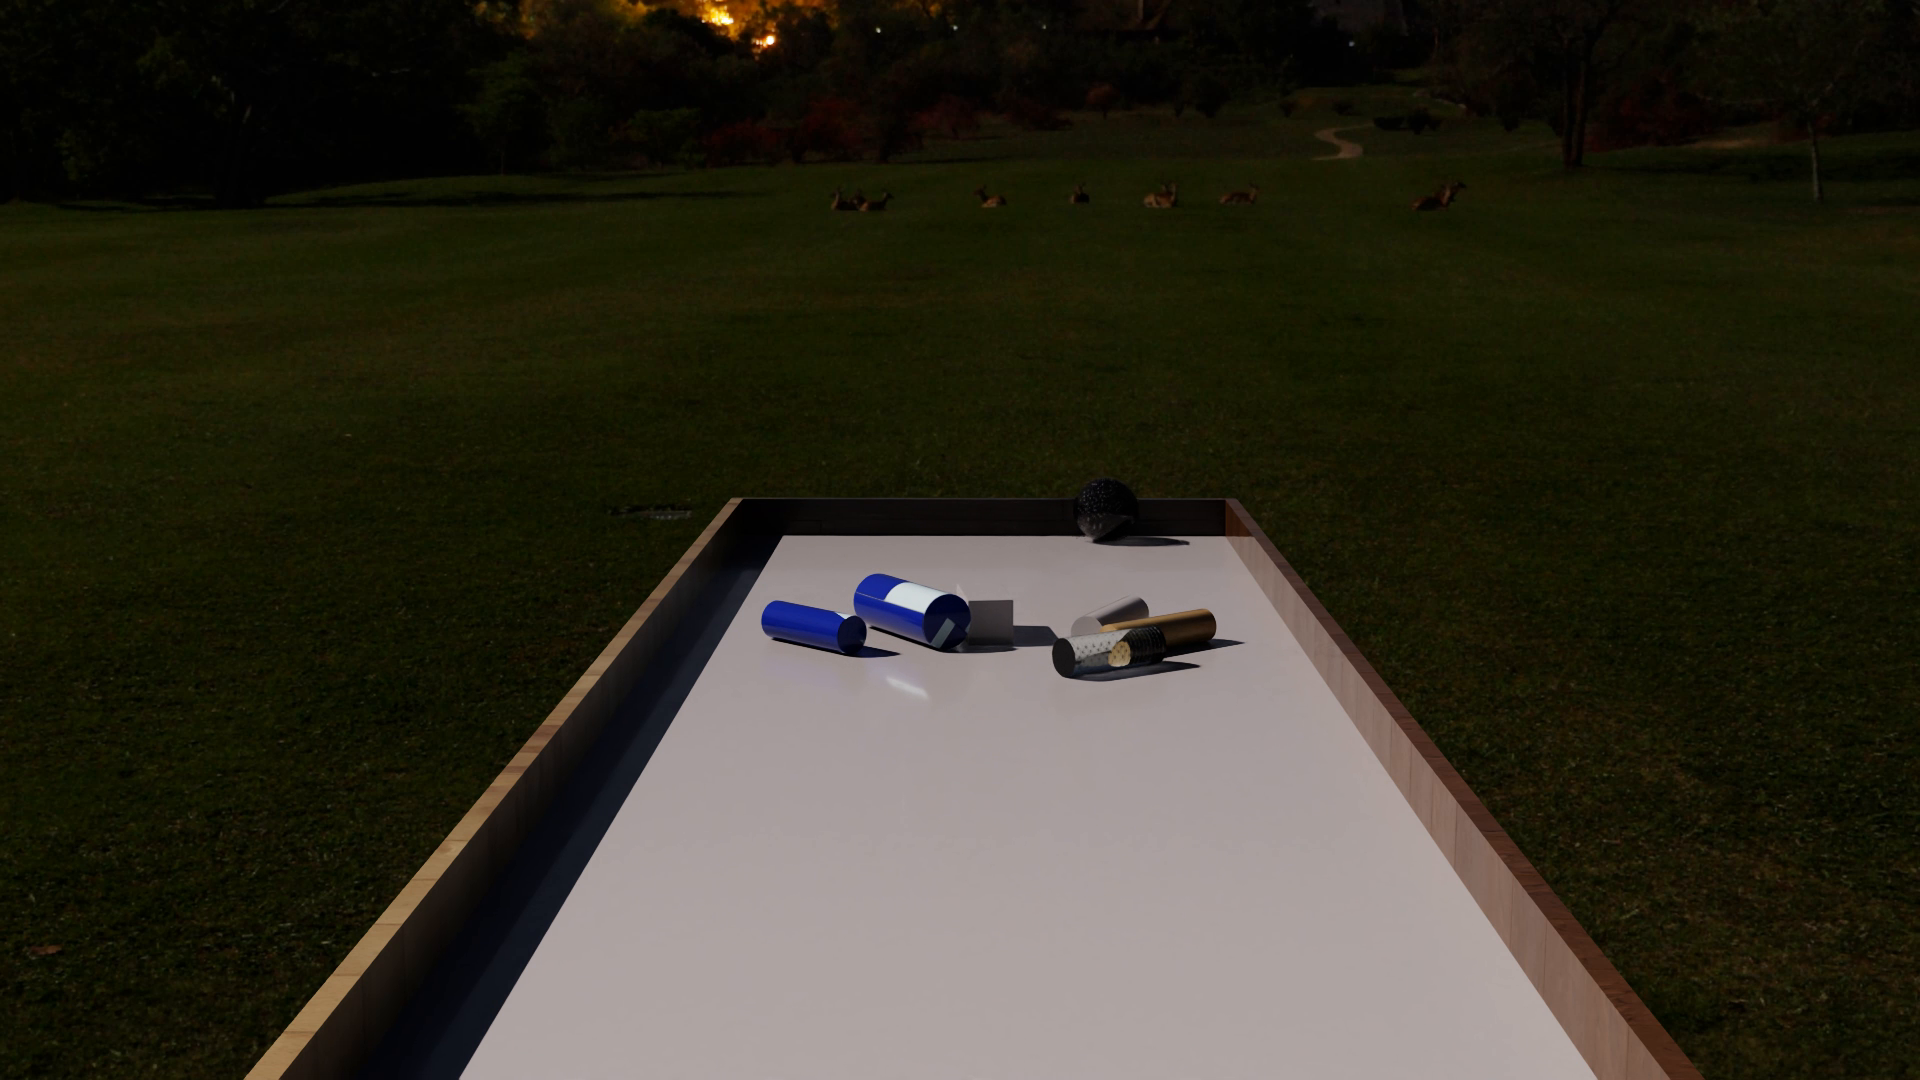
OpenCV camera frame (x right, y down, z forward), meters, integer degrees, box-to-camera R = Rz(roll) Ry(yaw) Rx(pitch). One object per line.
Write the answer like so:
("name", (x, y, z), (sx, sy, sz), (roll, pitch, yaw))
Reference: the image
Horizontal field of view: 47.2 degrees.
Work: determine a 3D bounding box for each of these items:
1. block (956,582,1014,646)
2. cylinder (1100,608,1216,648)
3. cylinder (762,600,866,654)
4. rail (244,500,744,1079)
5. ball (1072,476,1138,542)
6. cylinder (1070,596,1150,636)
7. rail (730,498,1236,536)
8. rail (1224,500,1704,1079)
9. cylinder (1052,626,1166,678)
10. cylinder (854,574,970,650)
("block", (0.079, 0.235, 7.069), (0.143, 0.143, 0.318), (-1, 9, -7))
("cylinder", (0.617, 0.289, 6.854), (0.411, 0.104, 0.104), (-7, 12, -38))
("cylinder", (-0.460, 0.273, 6.901), (0.360, 0.122, 0.122), (9, 13, 44))
("rail", (-1.004, 0.839, 3.234), (0.050, 0.150, 12.000), (0, 9, 1))
("ball", (0.591, -0.125, 8.956), (0.264, 0.264, 0.264), (0, 9, 0))
("cylinder", (0.478, 0.264, 6.983), (0.114, 0.114, 0.389), (4, 10, 25))
("rail", (0.099, -0.098, 9.147), (2.100, 0.150, 0.050), (0, 9, 1))
("rail", (1.046, 0.843, 3.208), (0.050, 0.150, 12.000), (0, 9, 1))
("cylinder", (0.445, 0.330, 6.547), (0.339, 0.116, 0.116), (-6, 11, -33))
("cylinder", (-0.156, 0.225, 7.030), (0.175, 0.175, 0.441), (-6, 11, -31))
